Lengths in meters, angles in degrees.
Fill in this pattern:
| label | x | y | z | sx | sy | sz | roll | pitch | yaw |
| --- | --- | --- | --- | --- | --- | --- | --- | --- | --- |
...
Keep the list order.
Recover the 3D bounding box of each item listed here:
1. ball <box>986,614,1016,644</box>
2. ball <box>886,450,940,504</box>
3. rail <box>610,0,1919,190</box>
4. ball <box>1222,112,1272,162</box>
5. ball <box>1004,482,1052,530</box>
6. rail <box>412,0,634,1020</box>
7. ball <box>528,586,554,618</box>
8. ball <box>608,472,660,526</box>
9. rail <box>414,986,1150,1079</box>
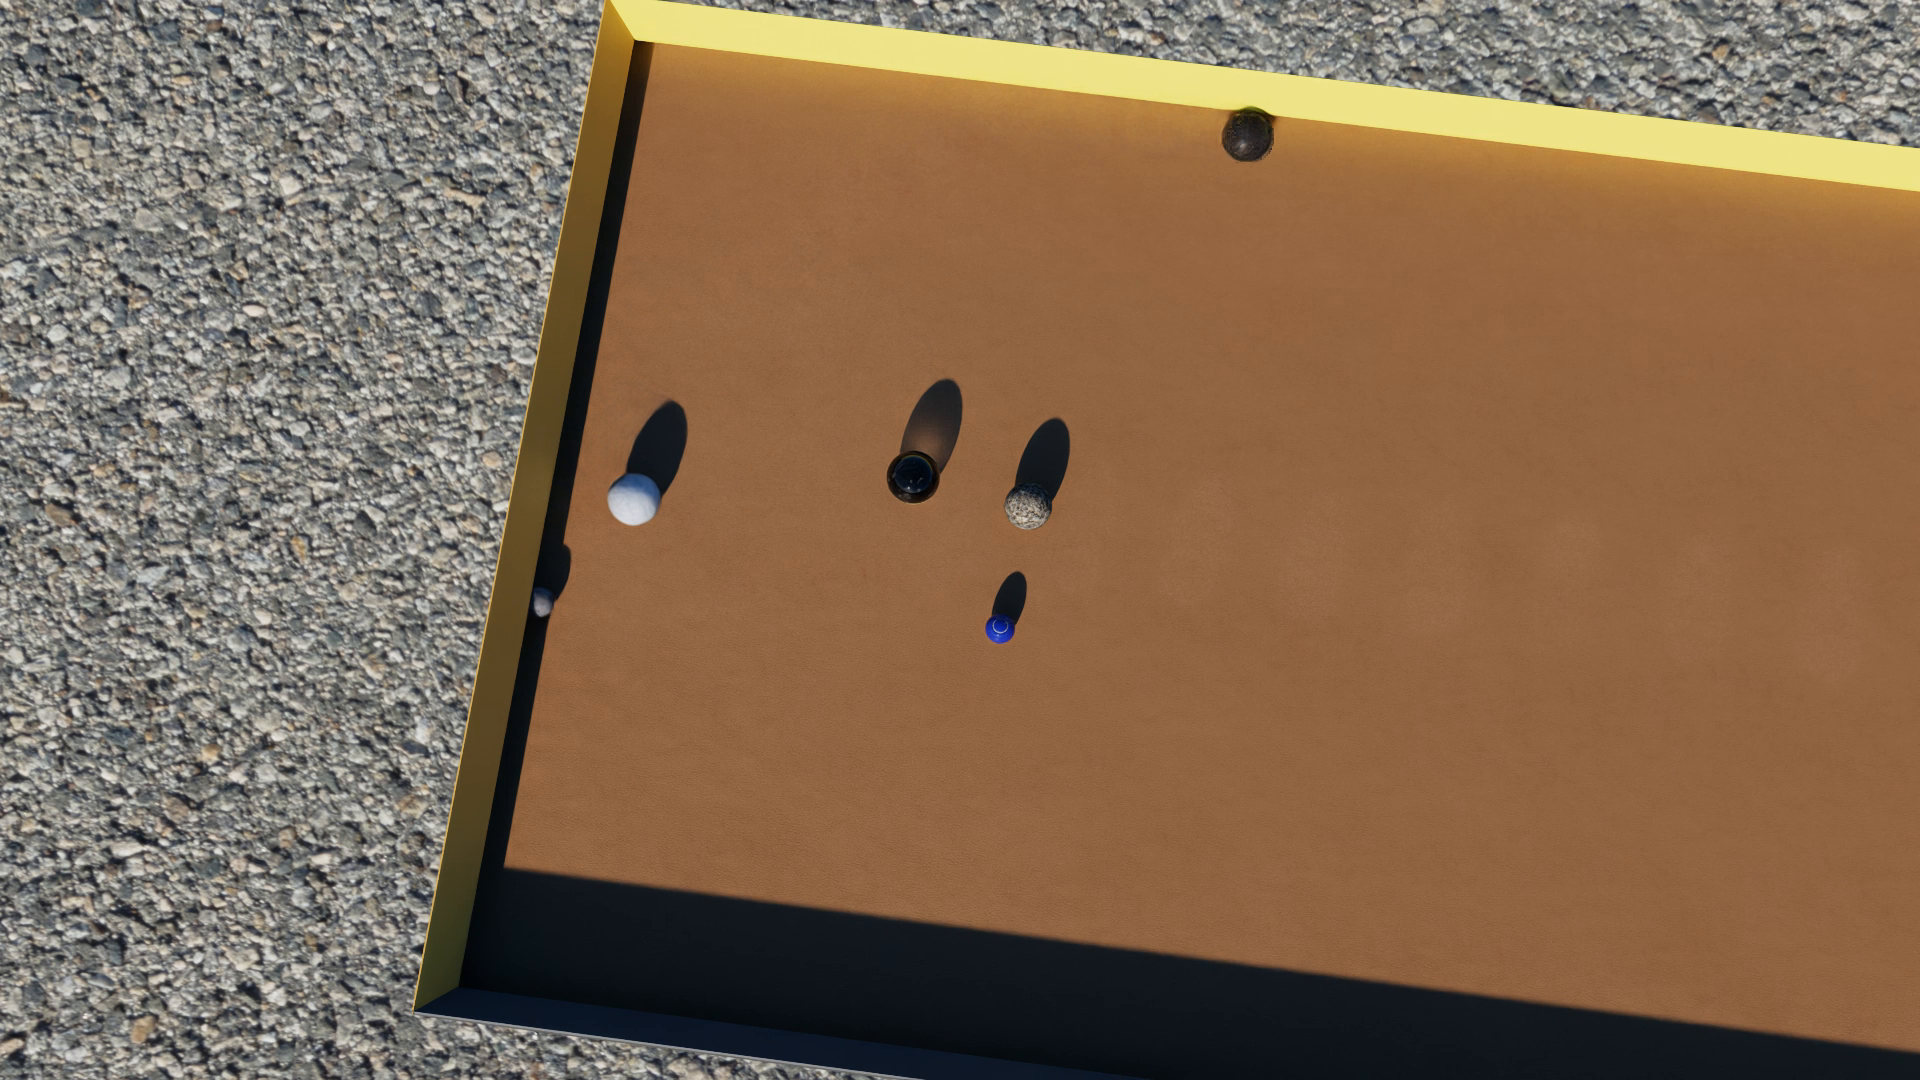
| label | x | y | z | sx | sy | sz | roll | pitch | yaw |
| --- | --- | --- | --- | --- | --- | --- | --- | --- | --- |
| ball | 0.061 | 0.134 | 3.327 | 0.046 | 0.046 | 0.046 | 0 | 75 | 0 |
| ball | -0.072 | -0.096 | 3.370 | 0.083 | 0.083 | 0.083 | 0 | 75 | 0 |
| rail | 0.769 | -0.669 | 3.511 | 2.698 | 0.108 | 0.045 | 7 | 75 | 2 |
| ball | 0.459 | -0.645 | 3.520 | 0.080 | 0.080 | 0.080 | 0 | 75 | 0 |
| ball | 0.105 | -0.052 | 3.363 | 0.073 | 0.073 | 0.073 | 0 | 75 | 0 |
| rail | -0.646 | -0.086 | 3.353 | 0.045 | 0.108 | 1.607 | 7 | 75 | 2 |
| ball | -0.639 | 0.094 | 3.337 | 0.047 | 0.047 | 0.047 | 0 | 75 | 0 |
| ball | -0.499 | -0.063 | 3.362 | 0.081 | 0.081 | 0.081 | 0 | 75 | 0 |
| rail | 0.569 | 0.825 | 3.107 | 2.698 | 0.108 | 0.045 | 7 | 75 | 2 |
